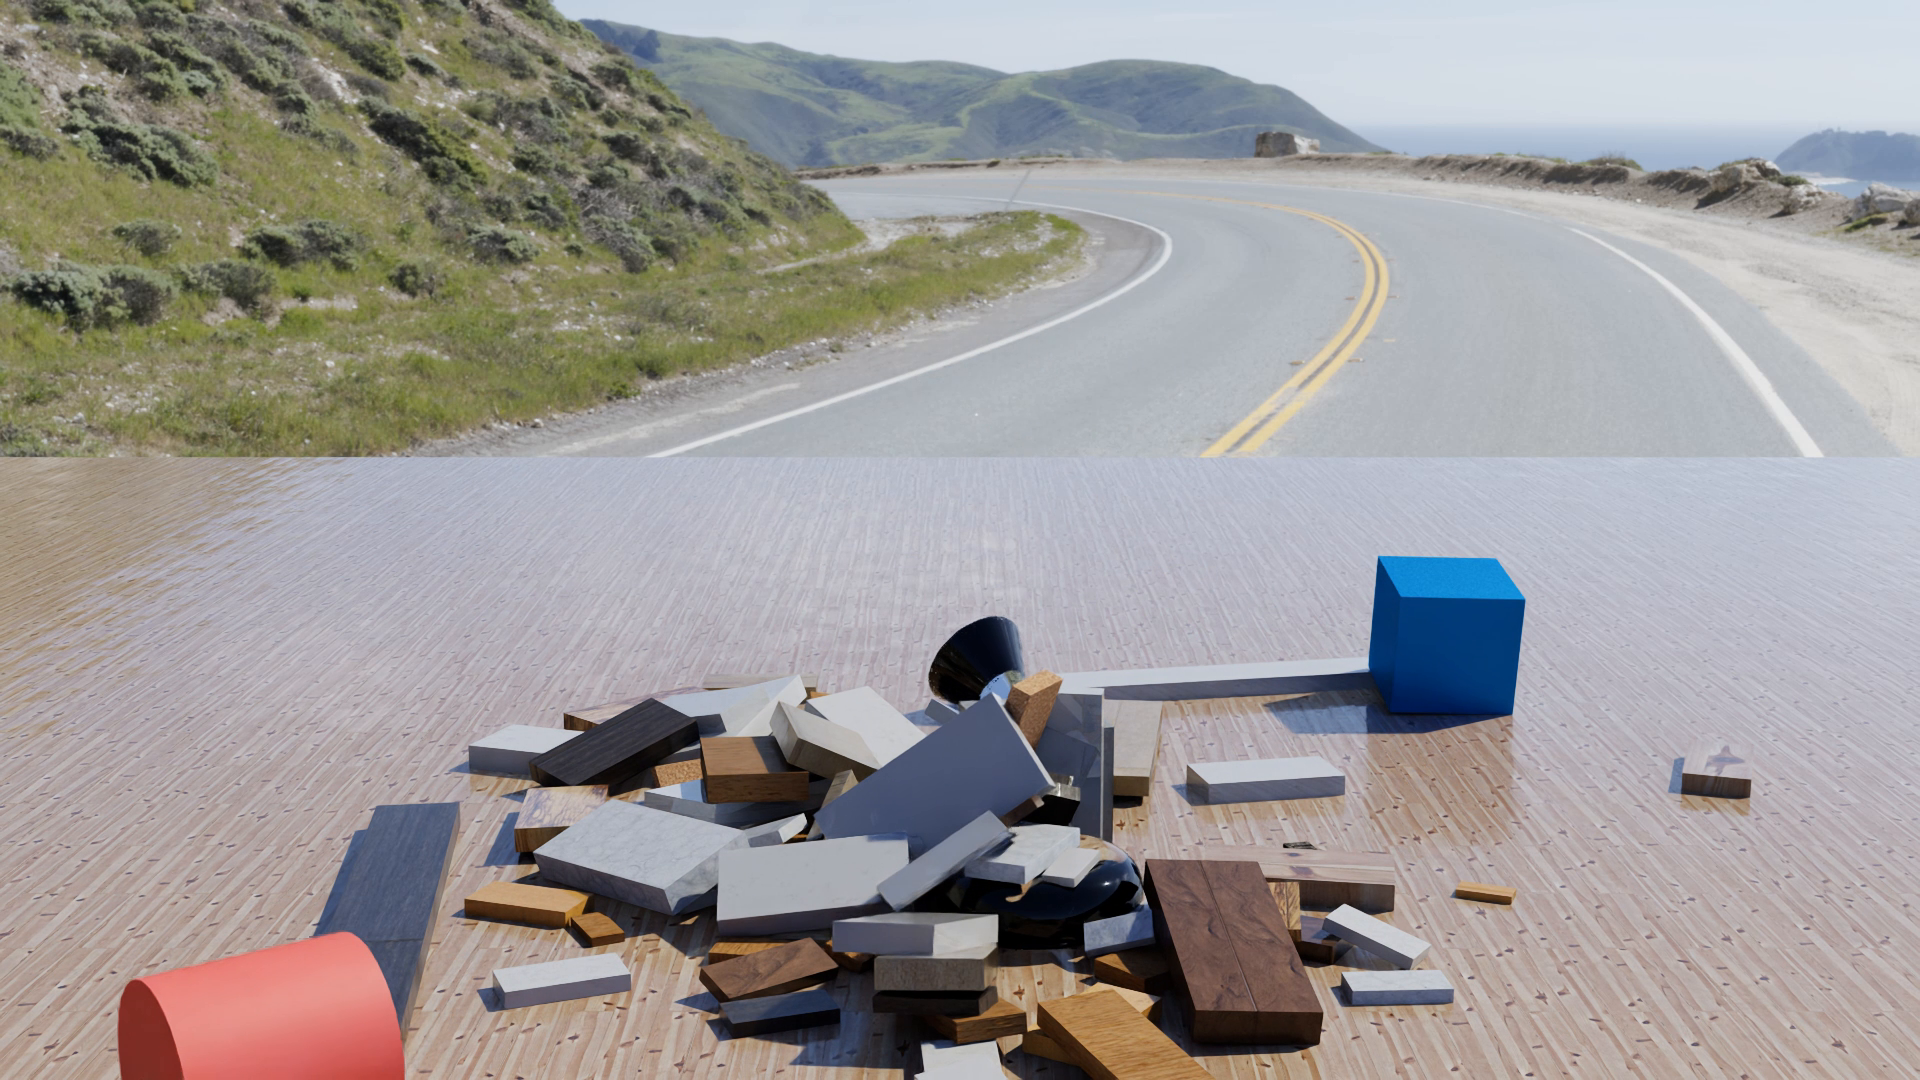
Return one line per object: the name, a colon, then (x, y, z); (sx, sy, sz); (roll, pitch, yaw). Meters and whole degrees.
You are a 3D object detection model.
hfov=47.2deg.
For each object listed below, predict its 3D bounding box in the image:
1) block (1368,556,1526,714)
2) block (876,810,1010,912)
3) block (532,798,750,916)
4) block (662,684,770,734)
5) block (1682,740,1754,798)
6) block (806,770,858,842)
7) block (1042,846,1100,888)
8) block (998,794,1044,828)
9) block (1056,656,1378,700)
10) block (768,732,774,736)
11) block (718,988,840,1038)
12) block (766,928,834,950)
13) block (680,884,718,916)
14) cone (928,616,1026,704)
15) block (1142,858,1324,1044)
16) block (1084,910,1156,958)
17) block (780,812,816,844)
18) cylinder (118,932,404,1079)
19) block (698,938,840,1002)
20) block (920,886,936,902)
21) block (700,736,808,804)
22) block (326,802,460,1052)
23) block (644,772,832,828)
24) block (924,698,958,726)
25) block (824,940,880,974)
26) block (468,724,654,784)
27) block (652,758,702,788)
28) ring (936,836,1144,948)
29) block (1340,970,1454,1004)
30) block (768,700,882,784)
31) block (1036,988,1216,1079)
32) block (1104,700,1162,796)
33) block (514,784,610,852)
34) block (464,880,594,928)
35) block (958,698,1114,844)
block: (1.074, 0.208, 4.877); (0.268, 0.268, 0.268); (1, 19, -1)
block: (-0.026, 0.498, 3.413); (0.216, 0.016, 0.056); (-32, 38, -13)
block: (-0.532, 0.525, 3.670); (0.359, 0.051, 0.180); (5, 29, 44)
block: (-0.529, 0.349, 4.436); (0.274, 0.039, 0.137); (-9, 16, 39)
block: (1.494, 0.449, 4.333); (0.126, 0.036, 0.251); (4, 11, 20)
block: (-0.202, 0.493, 3.744); (0.030, 0.104, 0.209); (-16, 22, 20)
block: (0.174, 0.511, 3.437); (0.054, 0.015, 0.108); (3, 18, 26)
block: (0.066, 0.453, 3.488); (0.141, 0.020, 0.071); (-35, -8, 8)
block: (0.695, 0.317, 5.033); (1.033, 0.039, 0.139); (-2, 11, -12)
block: (-0.347, 0.387, 4.574); (0.139, 0.039, 0.277); (-8, 2, 43)
block: (-0.258, 0.676, 3.143); (0.158, 0.022, 0.079); (-4, 11, -20)
block: (-0.239, 0.617, 3.435); (0.113, 0.016, 0.056); (-1, 20, 17)
block: (-0.441, 0.569, 3.650); (0.083, 0.023, 0.166); (-16, 17, -13)
cone: (0.094, 0.332, 4.768); (0.237, 0.237, 0.237); (-7, 39, -34)
block: (0.396, 0.602, 3.261); (0.180, 0.051, 0.454); (2, 19, -5)
block: (0.243, 0.599, 3.348); (0.108, 0.015, 0.054); (-14, 38, 11)
block: (-0.287, 0.540, 3.744); (0.117, 0.033, 0.451); (6, 8, 7)
cylinder: (-0.859, 0.638, 2.699); (0.260, 0.260, 0.260); (-8, 13, -37)
block: (-0.282, 0.642, 3.262); (0.196, 0.022, 0.079); (-8, 32, -38)
block: (-0.030, 0.465, 3.626); (0.118, 0.236, 0.033); (36, 3, 14)
block: (-0.377, 0.413, 3.989); (0.175, 0.050, 0.351); (-1, 6, -9)
block: (-0.916, 0.596, 3.519); (0.149, 0.042, 1.036); (-2, 11, -8)
block: (-0.367, 0.462, 4.006); (0.175, 0.050, 0.398); (5, 7, 39)
block: (0.034, 0.392, 4.481); (0.126, 0.036, 0.251); (28, -2, -26)
block: (-0.138, 0.624, 3.388); (0.071, 0.020, 0.141); (23, 21, 30)
block: (-0.793, 0.428, 4.408); (0.336, 0.048, 0.168); (4, 11, 19)
block: (-0.510, 0.457, 4.190); (0.144, 0.072, 0.020); (-7, -22, -33)
ring: (0.127, 0.559, 3.528); (0.336, 0.112, 0.336); (-2, 11, 0)
block: (0.644, 0.659, 3.241); (0.149, 0.021, 0.075); (-1, 11, -3)
block: (-0.248, 0.379, 4.027); (0.168, 0.048, 0.367); (23, 2, -12)
block: (0.258, 0.705, 2.855); (0.118, 0.033, 0.466); (-5, 16, -24)
block: (0.327, 0.412, 4.429); (0.137, 0.039, 0.563); (1, 11, 8)
block: (-0.716, 0.501, 3.977); (0.148, 0.042, 0.297); (-2, 7, -6)
block: (-0.701, 0.593, 3.582); (0.186, 0.026, 0.093); (4, 11, 20)
block: (0.134, 0.423, 3.944); (0.229, 0.229, 0.229); (-2, 11, -12)
